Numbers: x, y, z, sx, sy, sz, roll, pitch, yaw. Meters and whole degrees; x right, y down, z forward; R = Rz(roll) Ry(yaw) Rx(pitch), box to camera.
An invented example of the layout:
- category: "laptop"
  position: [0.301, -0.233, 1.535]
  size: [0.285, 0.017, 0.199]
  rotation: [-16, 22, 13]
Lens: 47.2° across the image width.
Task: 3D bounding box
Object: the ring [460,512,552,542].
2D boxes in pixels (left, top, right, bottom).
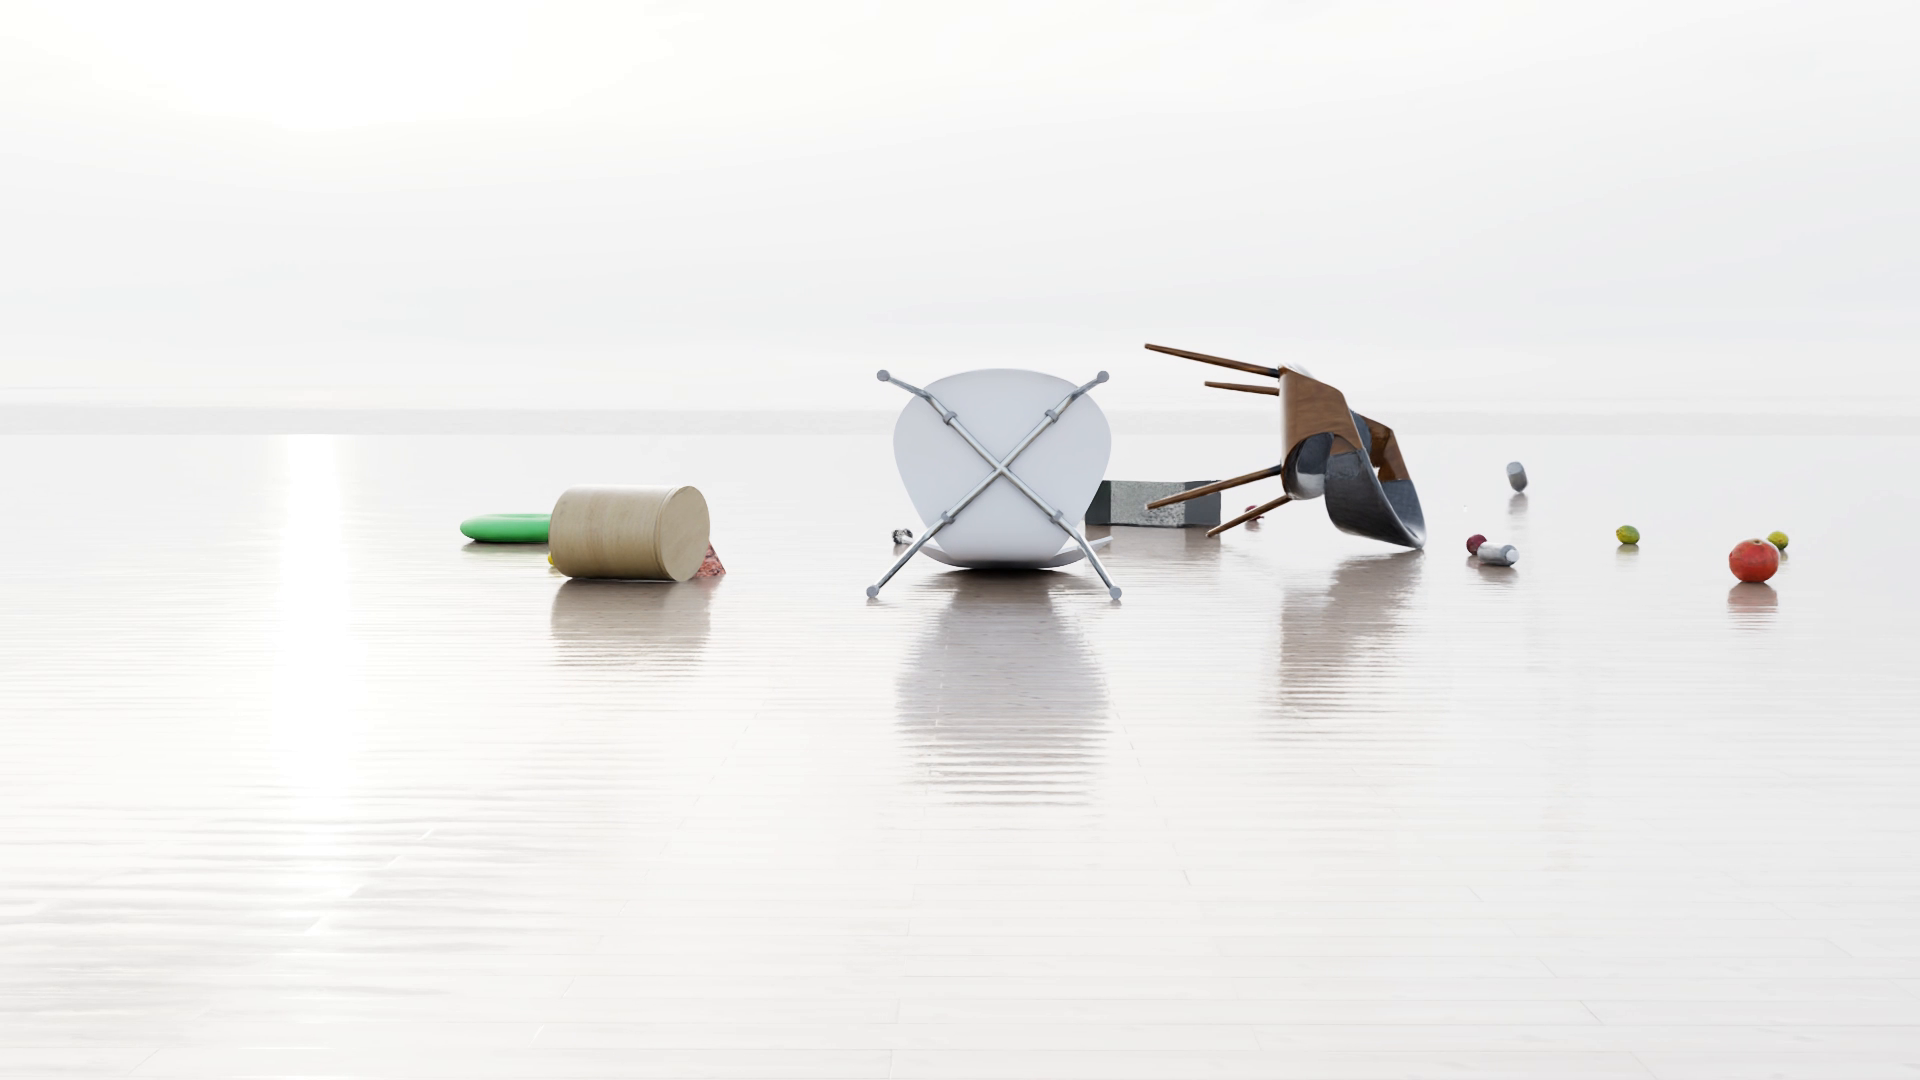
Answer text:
- category: "ring"
  position: [-1.301, -0.038, 6.585]
  size: [0.384, 0.072, 0.446]
  rotation: [0, 3, -4]

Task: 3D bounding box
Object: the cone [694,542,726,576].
- category: "cone"
  position: [-0.673, -0.020, 5.353]
  size: [0.206, 0.203, 0.212]
  rotation: [-2, 5, -32]

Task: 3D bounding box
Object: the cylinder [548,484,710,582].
- category: "cylinder"
  position: [-0.778, -0.019, 5.194]
  size: [0.290, 0.221, 0.262]
  rotation: [1, 19, 20]

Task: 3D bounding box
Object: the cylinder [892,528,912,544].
- category: "cylinder"
  position: [-0.167, -0.010, 6.371]
  size: [0.040, 0.044, 0.043]
  rotation: [-4, -35, -43]

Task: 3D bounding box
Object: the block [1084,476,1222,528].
- category: "block"
  position: [0.639, -0.126, 7.278]
  size: [0.357, 0.150, 0.275]
  rotation: [3, 5, 38]

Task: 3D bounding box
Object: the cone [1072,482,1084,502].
- category: "cone"
  position: [0.507, -0.158, 8.508]
  size: [0.168, 0.114, 0.074]
  rotation: [4, 43, 18]
